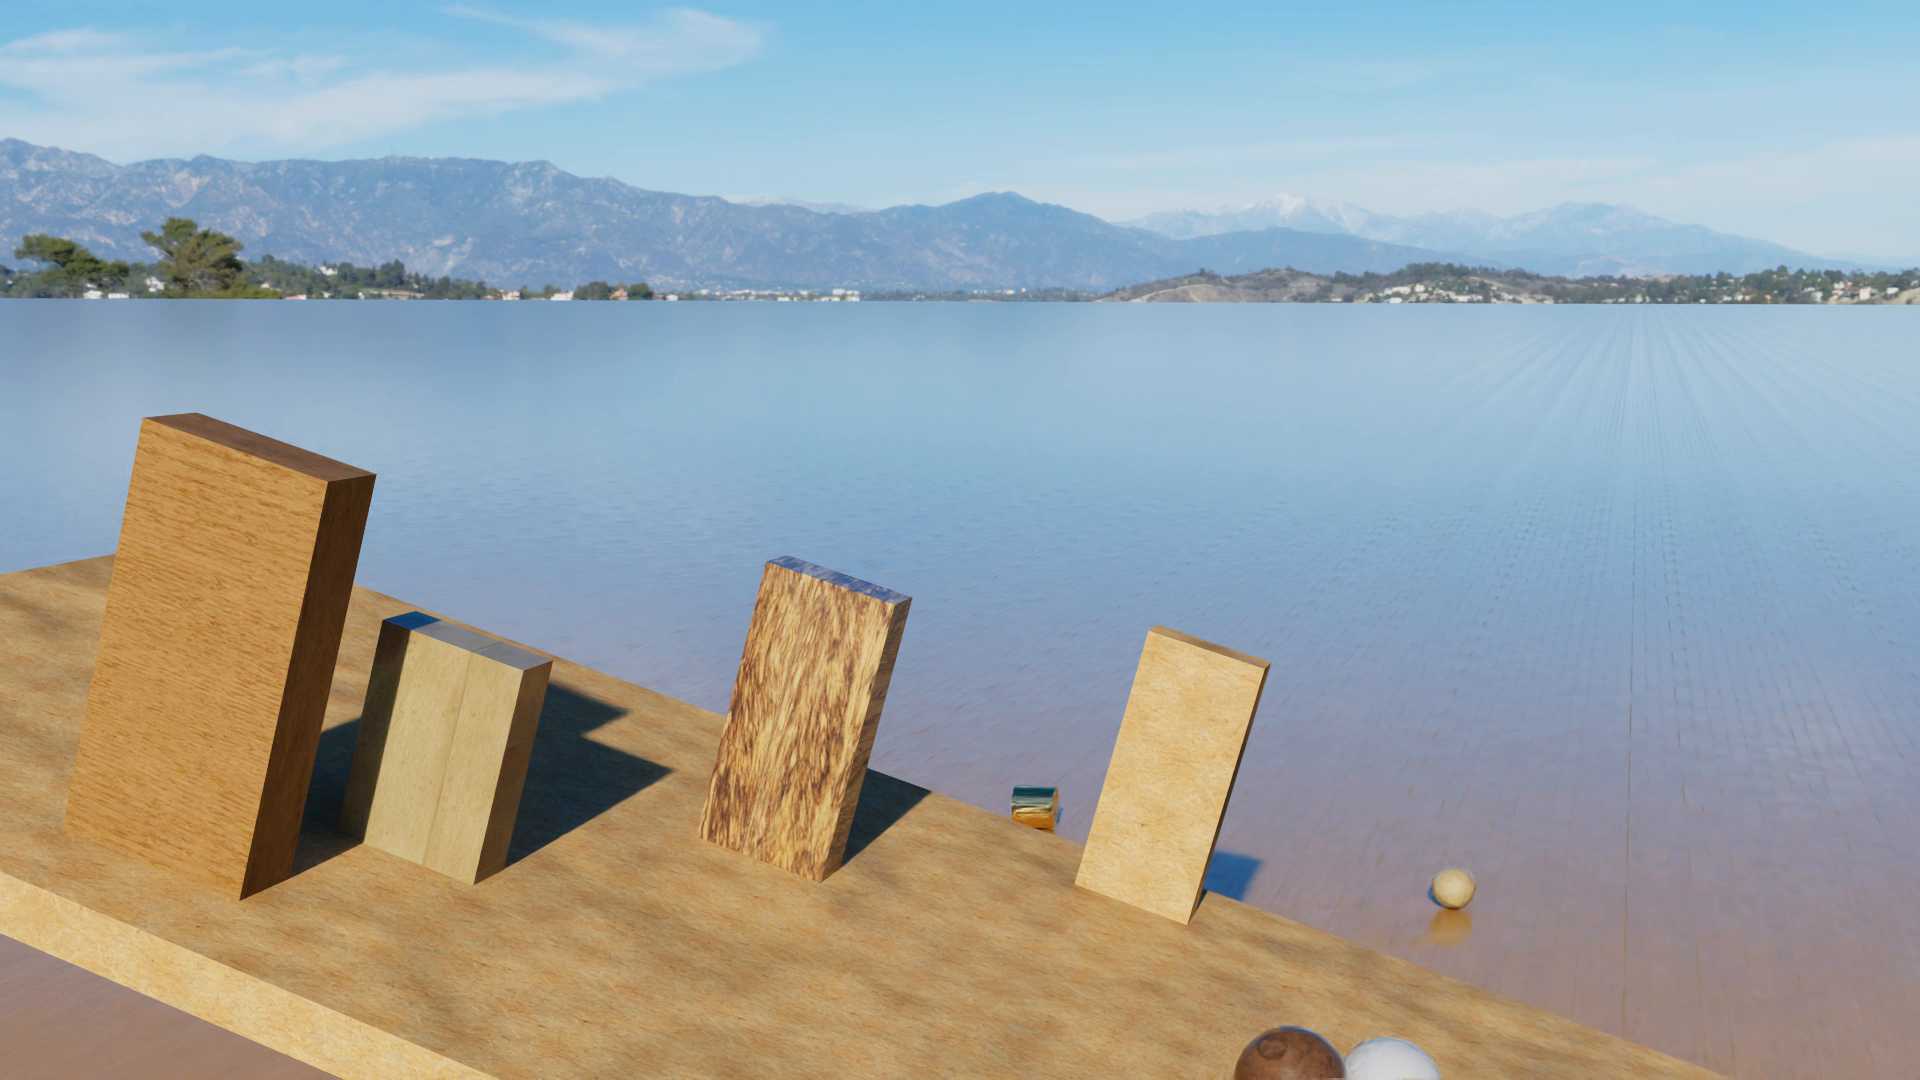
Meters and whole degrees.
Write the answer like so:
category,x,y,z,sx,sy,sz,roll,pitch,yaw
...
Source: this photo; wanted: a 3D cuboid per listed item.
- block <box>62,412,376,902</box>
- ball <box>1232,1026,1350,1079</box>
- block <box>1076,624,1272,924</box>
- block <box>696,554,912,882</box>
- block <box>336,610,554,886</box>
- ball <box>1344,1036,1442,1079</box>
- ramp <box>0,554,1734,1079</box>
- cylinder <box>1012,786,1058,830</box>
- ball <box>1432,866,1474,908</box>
category,x,y,z,sx,sy,sz,roll,pitch,yaw
block,-1.244,0.191,3.684,0.357,0.730,0.142,18,12,14
ball,0.571,0.941,3.797,0.200,0.200,0.200,0,7,0
block,0.460,0.507,4.764,0.260,0.590,0.089,18,12,14
block,-0.316,0.360,4.445,0.280,0.594,0.111,18,12,14
block,-0.939,0.376,4.003,0.290,0.413,0.113,18,12,14
ball,0.760,0.977,3.897,0.190,0.190,0.190,0,7,0
ramp,-0.381,0.750,4.242,4.000,0.100,2.000,18,12,14
cylinder,0.252,0.897,7.367,0.138,0.138,0.138,1,7,12
ball,1.442,1.015,6.431,0.124,0.124,0.124,0,7,0
